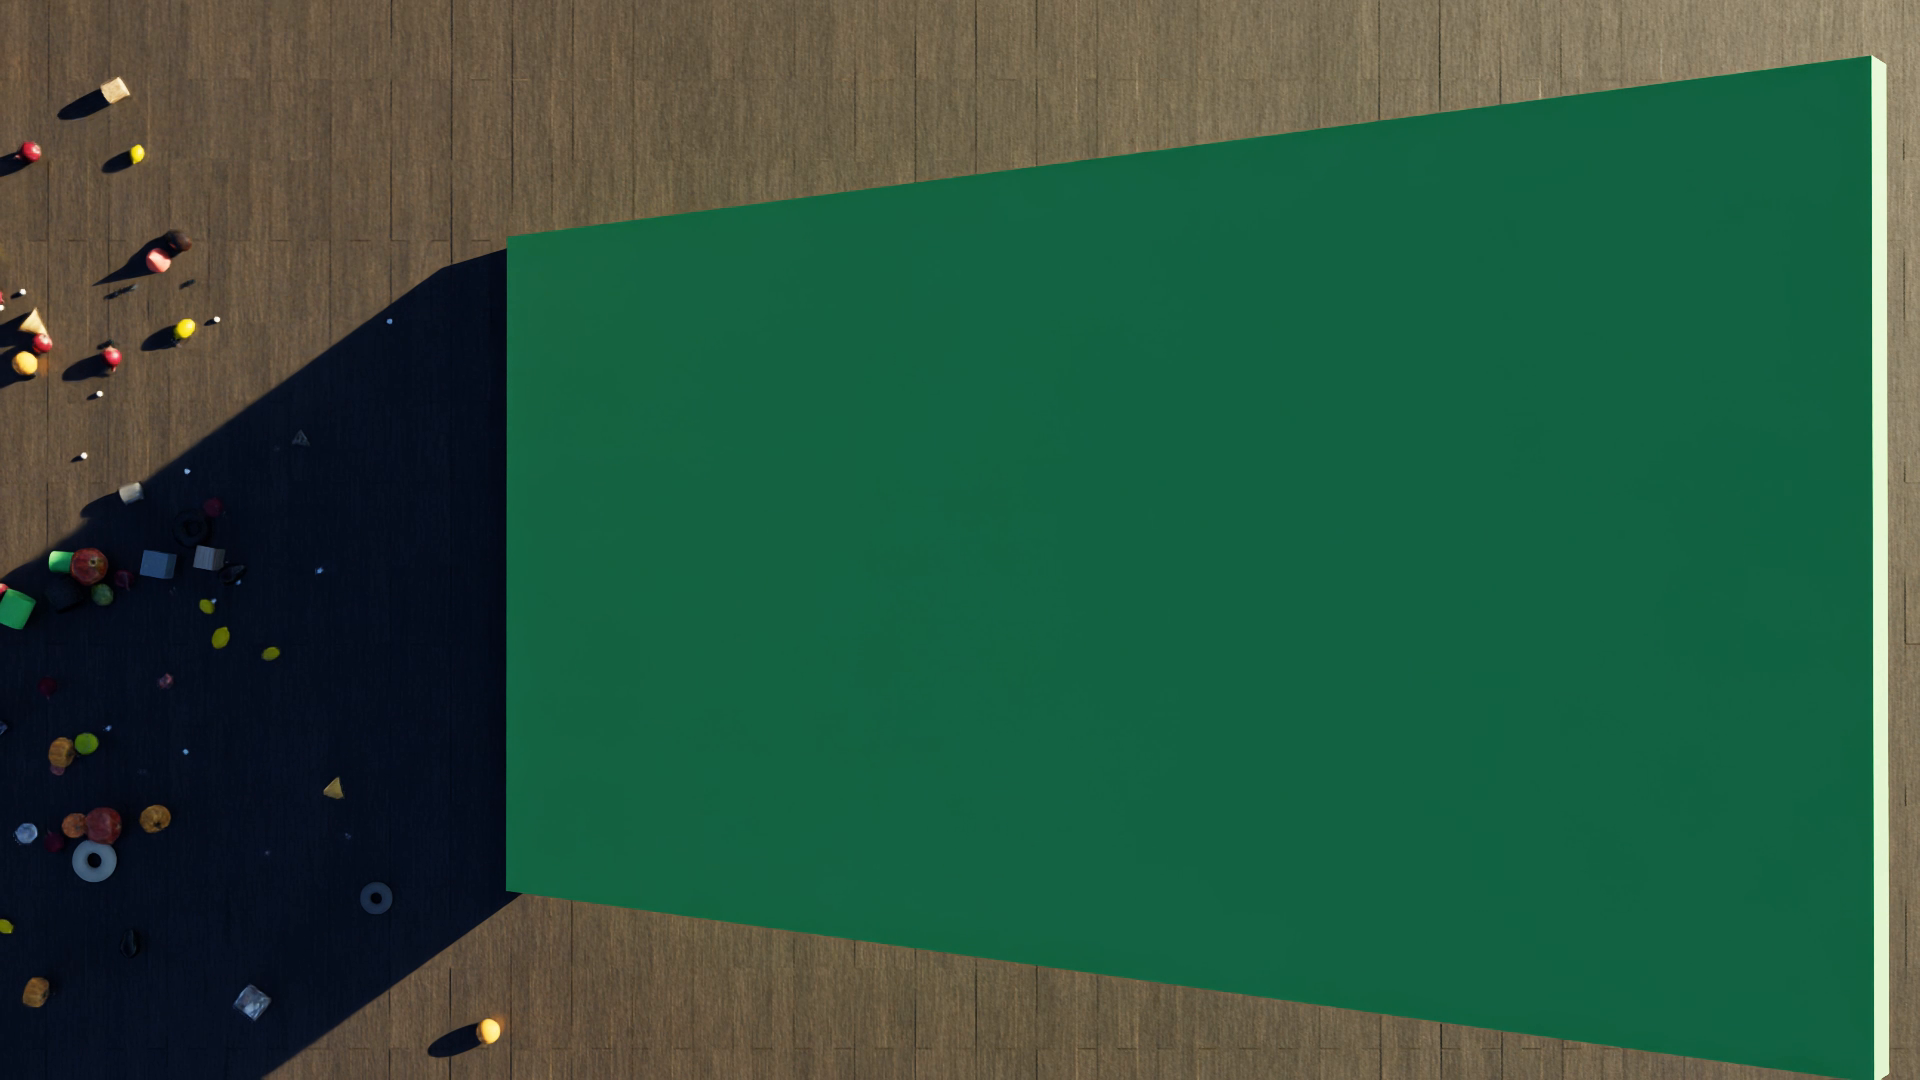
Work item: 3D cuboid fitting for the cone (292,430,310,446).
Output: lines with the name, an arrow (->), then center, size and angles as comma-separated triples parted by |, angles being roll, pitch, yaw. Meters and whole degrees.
cone -> -2.027, -0.303, 6.796 | 0.054, 0.054, 0.054 | 35, 90, -26

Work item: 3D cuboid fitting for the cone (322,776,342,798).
cone -> -1.928, 0.757, 6.787 | 0.063, 0.063, 0.063 | 8, 63, 0

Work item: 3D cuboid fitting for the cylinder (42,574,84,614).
cylinder -> -2.755, 0.166, 6.760 | 0.091, 0.091, 0.091 | -31, 90, 0

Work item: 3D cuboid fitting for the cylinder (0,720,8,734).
cylinder -> -2.979, 0.573, 6.772 | 0.061, 0.061, 0.061 | -41, 90, 0

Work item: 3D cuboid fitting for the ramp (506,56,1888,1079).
ramp -> 0.226, 0.064, 5.543 | 4.000, 0.100, 2.000 | 0, 90, 38

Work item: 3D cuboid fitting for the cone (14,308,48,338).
cone -> -2.851, -0.652, 6.791 | 0.090, 0.090, 0.090 | -46, 116, 0

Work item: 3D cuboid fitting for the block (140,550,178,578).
block -> -2.467, 0.075, 6.768 | 0.076, 0.076, 0.076 | 11, 90, 0

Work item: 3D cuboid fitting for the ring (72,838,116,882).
ring -> -2.667, 0.987, 6.777 | 0.136, 0.045, 0.136 | 0, 91, 1

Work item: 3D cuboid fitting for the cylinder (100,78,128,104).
cylinder -> -2.609, -1.386, 6.786 | 0.059, 0.059, 0.059 | -31, 90, 7

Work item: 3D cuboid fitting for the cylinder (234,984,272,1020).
cylinder -> -2.173, 1.420, 6.757 | 0.080, 0.080, 0.080 | 37, 90, 0

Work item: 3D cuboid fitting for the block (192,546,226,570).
block -> -2.312, 0.055, 6.772 | 0.067, 0.067, 0.067 | 11, 90, 0

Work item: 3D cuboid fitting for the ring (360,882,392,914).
ring -> -1.800, 1.104, 6.782 | 0.101, 0.034, 0.101 | 0, 90, 1

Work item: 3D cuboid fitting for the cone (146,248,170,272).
cone -> -2.485, -0.866, 6.774 | 0.077, 0.077, 0.077 | 0, 90, 0

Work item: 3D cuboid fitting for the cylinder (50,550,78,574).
cylinder -> -2.759, 0.069, 6.773 | 0.066, 0.066, 0.066 | 6, 90, -3

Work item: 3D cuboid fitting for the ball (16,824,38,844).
ball -> -2.872, 0.902, 6.769 | 0.062, 0.062, 0.062 | 0, 90, 0

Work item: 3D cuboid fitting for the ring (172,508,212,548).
ring -> -2.371, -0.035, 6.786 | 0.125, 0.042, 0.125 | 0, 91, -1
